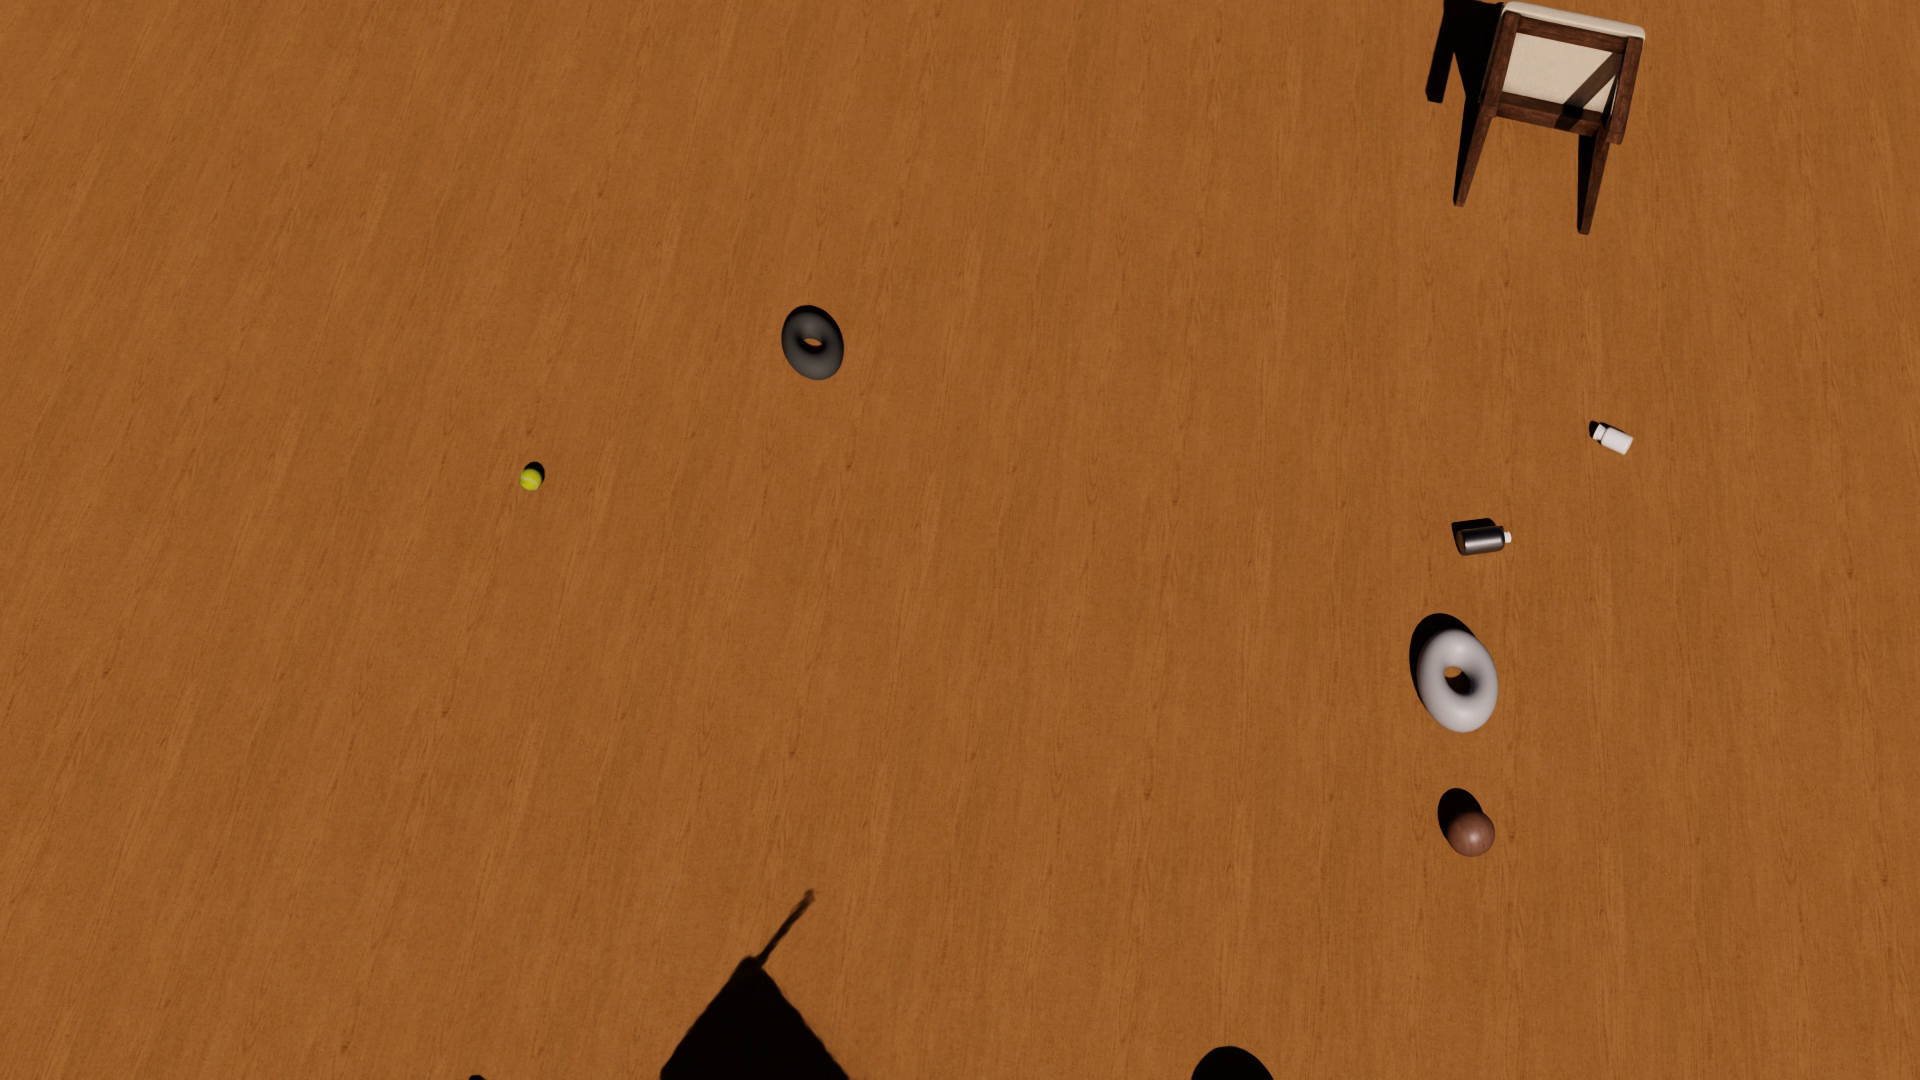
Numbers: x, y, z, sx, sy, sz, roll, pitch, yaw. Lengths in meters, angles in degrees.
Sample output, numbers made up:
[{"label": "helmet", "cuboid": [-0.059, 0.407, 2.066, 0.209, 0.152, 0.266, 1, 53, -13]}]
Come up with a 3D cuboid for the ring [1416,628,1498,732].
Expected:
[{"label": "ring", "cuboid": [1.410, 0.397, 6.238, 0.227, 0.119, 0.321, -1, 57, -2]}]

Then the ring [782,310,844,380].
[{"label": "ring", "cuboid": [-0.466, -0.614, 6.931, 0.187, 0.092, 0.266, -17, 57, -13]}]
